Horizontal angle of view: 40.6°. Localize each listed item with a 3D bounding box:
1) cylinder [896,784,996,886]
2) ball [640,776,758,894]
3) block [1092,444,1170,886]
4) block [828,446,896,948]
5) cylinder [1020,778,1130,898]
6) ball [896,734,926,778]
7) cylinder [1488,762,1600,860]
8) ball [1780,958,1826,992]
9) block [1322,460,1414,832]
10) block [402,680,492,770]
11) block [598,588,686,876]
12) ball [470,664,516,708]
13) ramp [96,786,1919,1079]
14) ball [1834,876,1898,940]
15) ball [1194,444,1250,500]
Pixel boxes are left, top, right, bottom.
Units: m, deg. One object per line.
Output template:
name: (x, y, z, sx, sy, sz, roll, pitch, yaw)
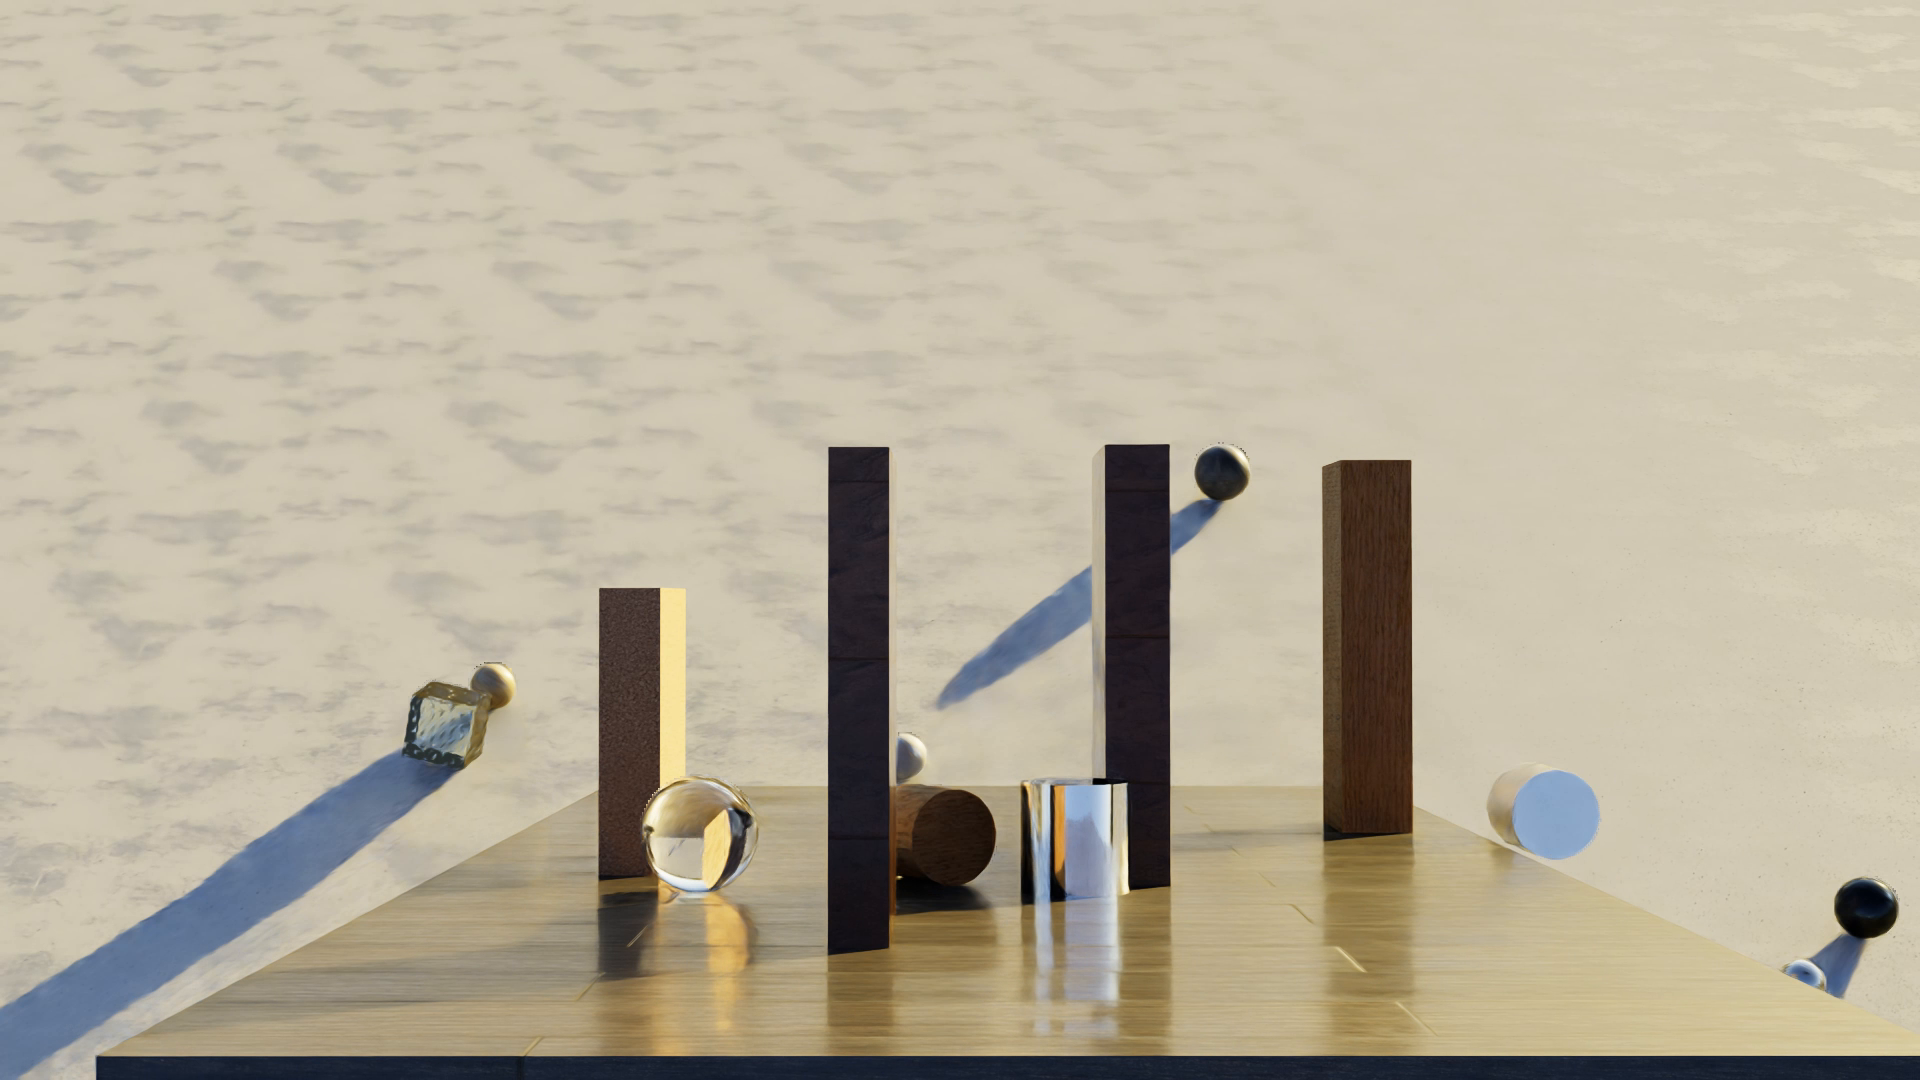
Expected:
cylinder: (-0.050, 0.509, 4.493, 0.164, 0.164, 0.164, -21, 9, -28)
ball: (-0.434, 0.490, 4.320, 0.194, 0.194, 0.194, 0, 34, 0)
block: (0.303, 0.218, 4.637, 0.111, 0.753, 0.426, 0, -1, 0)
block: (-0.142, 0.225, 3.845, 0.086, 0.703, 0.412, 0, -1, 0)
cylinder: (0.193, 0.496, 4.344, 0.183, 0.183, 0.183, 0, -1, 0)
ball: (-0.147, 0.577, 6.920, 0.117, 0.117, 0.117, 0, 34, 0)
cylinder: (1.236, 0.574, 5.507, 0.187, 0.187, 0.187, -3, 0, -4)
ball: (2.012, 1.057, 6.202, 0.111, 0.111, 0.111, 0, 34, 0)
block: (0.872, 0.225, 5.566, 0.148, 0.780, 0.279, 0, -1, 0)
block: (-1.369, 0.494, 6.931, 0.168, 0.168, 0.168, 13, 12, 4)
block: (-0.585, 0.344, 4.803, 0.109, 0.509, 0.417, 0, -1, 0)
ball: (-1.291, 0.405, 7.172, 0.124, 0.124, 0.124, 0, 34, 0)
ramp: (0.074, 0.647, 4.777, 2.000, 0.100, 4.000, 0, -1, 0)
ball: (2.232, 0.906, 6.392, 0.152, 0.152, 0.152, 0, 34, 0)
ball: (0.814, -0.209, 8.051, 0.173, 0.173, 0.173, 0, 34, 0)
